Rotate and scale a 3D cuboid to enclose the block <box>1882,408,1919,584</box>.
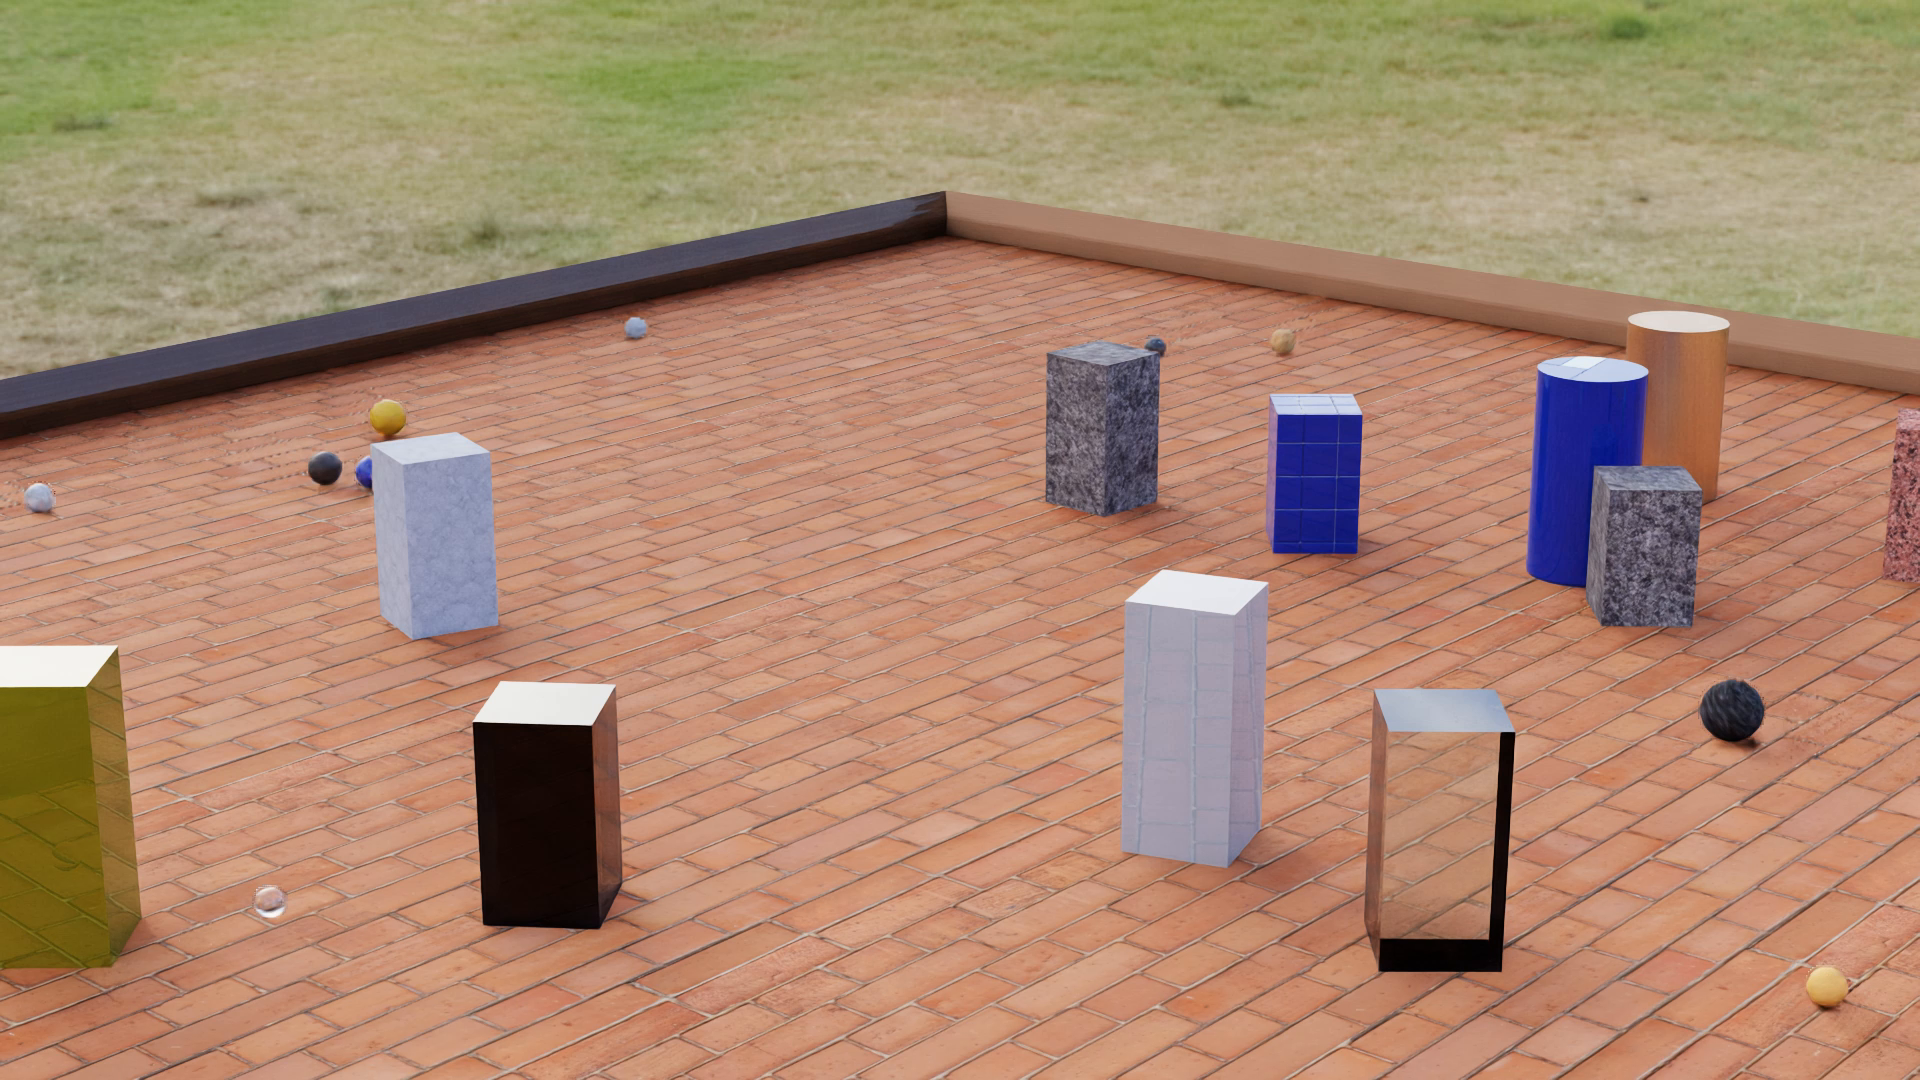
[{"bbox_3d":[1.735,-0.076,5.215,0.153,0.277,0.153,6,18,18],"label":"block"}]

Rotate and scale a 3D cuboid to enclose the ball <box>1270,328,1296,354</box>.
[{"bbox_3d":[0.759,-0.466,6.883,0.060,0.060,0.060,0,17,0],"label":"ball"}]

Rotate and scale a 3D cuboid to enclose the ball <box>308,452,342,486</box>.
[{"bbox_3d":[-1.255,-0.142,5.797,0.067,0.067,0.067,0,17,0],"label":"ball"}]

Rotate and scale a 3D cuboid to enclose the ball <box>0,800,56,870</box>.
[{"bbox_3d":[-1.269,0.398,3.958,0.096,0.096,0.096,0,17,0],"label":"ball"}]

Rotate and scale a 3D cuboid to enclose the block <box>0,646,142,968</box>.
[{"bbox_3d":[-1.140,0.335,3.688,0.153,0.373,0.153,0,17,-1],"label":"block"}]

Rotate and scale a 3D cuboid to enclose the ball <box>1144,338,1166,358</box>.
[{"bbox_3d":[0.455,-0.447,6.836,0.050,0.050,0.050,0,17,0],"label":"ball"}]

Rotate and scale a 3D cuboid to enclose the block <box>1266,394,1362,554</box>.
[{"bbox_3d":[0.650,-0.123,5.396,0.153,0.262,0.153,0,17,0],"label":"block"}]

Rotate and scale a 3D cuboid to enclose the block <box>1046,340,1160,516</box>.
[{"bbox_3d":[0.274,-0.216,5.647,0.153,0.296,0.153,16,23,43],"label":"block"}]

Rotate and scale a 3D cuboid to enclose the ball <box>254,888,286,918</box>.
[{"bbox_3d":[-0.897,0.471,3.811,0.040,0.040,0.040,0,17,0],"label":"ball"}]

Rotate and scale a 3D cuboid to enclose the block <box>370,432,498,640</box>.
[{"bbox_3d":[-0.886,-0.009,4.947,0.153,0.303,0.153,-10,19,-29],"label":"block"}]

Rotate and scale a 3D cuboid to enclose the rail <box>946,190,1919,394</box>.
[{"bbox_3d":[1.608,-0.504,6.893,4.408,0.124,0.045,14,22,39],"label":"rail"}]

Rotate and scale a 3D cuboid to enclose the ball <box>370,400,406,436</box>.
[{"bbox_3d":[-1.202,-0.257,6.161,0.076,0.076,0.076,0,17,0],"label":"ball"}]

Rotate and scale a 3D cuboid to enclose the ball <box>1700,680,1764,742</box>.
[{"bbox_3d":[1.166,0.258,4.427,0.093,0.093,0.093,0,17,0],"label":"ball"}]

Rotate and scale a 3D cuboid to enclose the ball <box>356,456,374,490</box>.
[{"bbox_3d":[-1.155,-0.133,5.767,0.067,0.067,0.067,0,17,0],"label":"ball"}]

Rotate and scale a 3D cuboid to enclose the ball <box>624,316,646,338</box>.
[{"bbox_3d":[-0.778,-0.510,7.039,0.052,0.052,0.052,0,17,0],"label":"ball"}]

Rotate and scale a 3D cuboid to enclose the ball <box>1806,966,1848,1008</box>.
[{"bbox_3d":[1.053,0.543,3.561,0.048,0.048,0.048,0,17,0],"label":"ball"}]

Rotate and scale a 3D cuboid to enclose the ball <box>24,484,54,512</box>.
[{"bbox_3d":[-1.763,-0.081,5.613,0.055,0.055,0.055,0,17,0],"label":"ball"}]

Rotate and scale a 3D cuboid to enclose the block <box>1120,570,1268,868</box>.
[{"bbox_3d":[0.321,0.243,4.014,0.153,0.361,0.153,7,18,22],"label":"block"}]

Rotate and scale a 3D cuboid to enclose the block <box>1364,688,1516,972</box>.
[{"bbox_3d":[0.600,0.364,3.685,0.153,0.319,0.153,0,17,1],"label":"block"}]

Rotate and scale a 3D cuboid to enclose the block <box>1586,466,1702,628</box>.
[{"bbox_3d":[1.163,0.010,4.995,0.153,0.240,0.153,0,17,2],"label":"block"}]

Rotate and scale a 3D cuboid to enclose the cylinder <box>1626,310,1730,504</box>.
[{"bbox_3d":[1.386,-0.257,5.702,0.191,0.343,0.191,0,17,0],"label":"cylinder"}]

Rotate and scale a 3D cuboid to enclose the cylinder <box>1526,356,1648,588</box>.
[{"bbox_3d":[1.111,-0.122,5.200,0.191,0.373,0.191,0,17,0],"label":"cylinder"}]

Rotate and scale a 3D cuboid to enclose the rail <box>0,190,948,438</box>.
[{"bbox_3d":[-1.646,-0.382,6.489,0.045,0.124,4.953,14,22,39],"label":"rail"}]

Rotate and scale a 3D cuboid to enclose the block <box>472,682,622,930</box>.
[{"bbox_3d":[-0.534,0.344,3.818,0.153,0.280,0.153,1,17,5],"label":"block"}]
